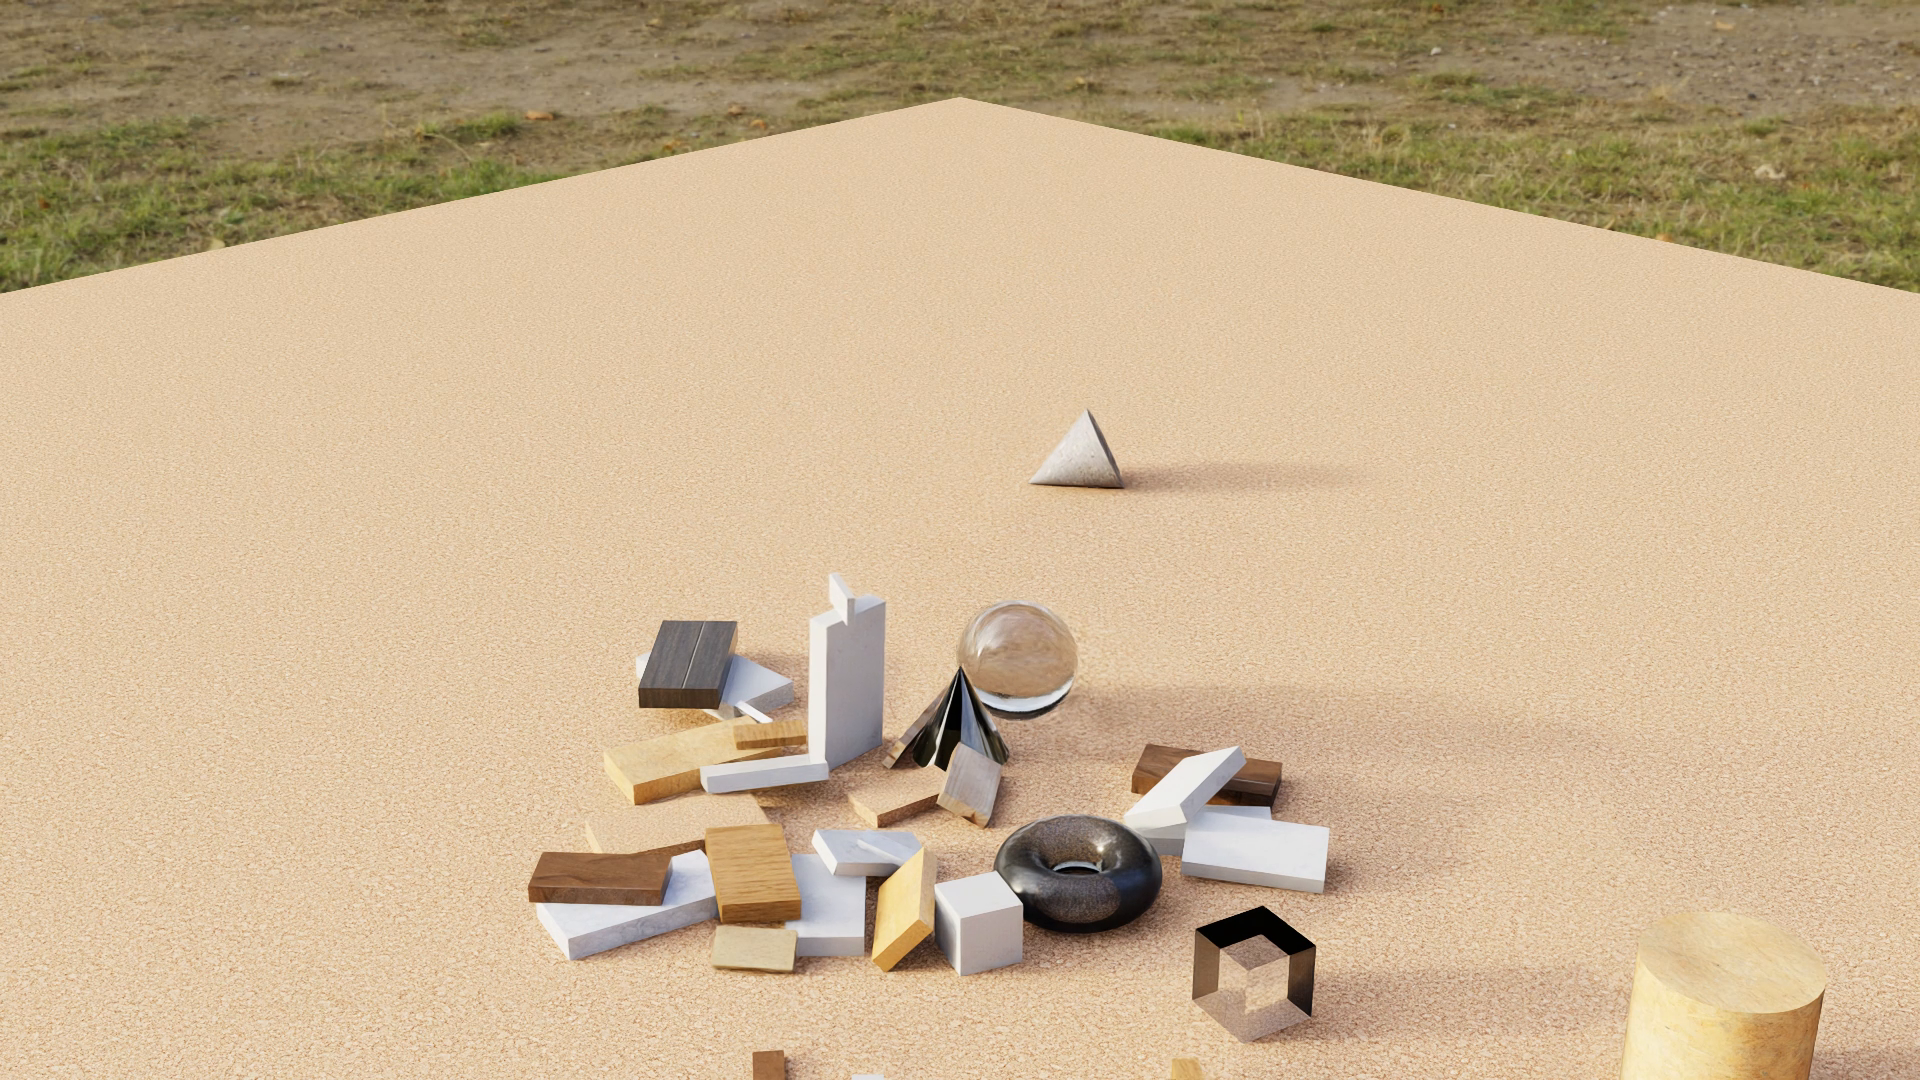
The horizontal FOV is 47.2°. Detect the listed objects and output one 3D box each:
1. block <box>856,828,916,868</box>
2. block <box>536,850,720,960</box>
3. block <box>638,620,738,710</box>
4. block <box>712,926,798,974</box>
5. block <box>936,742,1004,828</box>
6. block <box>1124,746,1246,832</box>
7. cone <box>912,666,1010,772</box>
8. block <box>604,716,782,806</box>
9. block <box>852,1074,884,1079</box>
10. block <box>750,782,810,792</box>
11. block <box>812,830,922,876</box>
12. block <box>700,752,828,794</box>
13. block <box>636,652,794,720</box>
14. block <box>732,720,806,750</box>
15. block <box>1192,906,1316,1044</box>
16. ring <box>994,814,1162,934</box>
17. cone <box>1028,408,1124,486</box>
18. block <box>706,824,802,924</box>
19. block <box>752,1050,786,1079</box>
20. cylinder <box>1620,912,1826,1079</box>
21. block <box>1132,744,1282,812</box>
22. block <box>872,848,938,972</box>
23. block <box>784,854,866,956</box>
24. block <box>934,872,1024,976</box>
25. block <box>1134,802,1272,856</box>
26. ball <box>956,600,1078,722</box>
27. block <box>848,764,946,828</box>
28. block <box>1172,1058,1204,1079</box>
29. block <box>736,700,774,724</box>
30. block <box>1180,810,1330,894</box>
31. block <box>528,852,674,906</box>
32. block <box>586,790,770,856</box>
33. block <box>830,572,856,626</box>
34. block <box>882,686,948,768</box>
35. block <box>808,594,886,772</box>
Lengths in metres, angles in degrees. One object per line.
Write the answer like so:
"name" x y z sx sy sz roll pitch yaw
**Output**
"block" -0.139 0.590 4.199 0.106 0.015 0.053 24 22 10
"block" -0.603 0.678 4.103 0.332 0.047 0.166 -13 26 -27
"block" -0.605 0.276 4.922 0.173 0.049 0.346 1 23 2
"block" -0.368 0.735 3.948 0.147 0.021 0.073 2 62 6
"block" 0.022 0.499 4.486 0.107 0.030 0.213 29 24 -4
"block" 0.449 0.495 4.369 0.135 0.038 0.271 -18 9 38
"cone" 0.001 0.358 4.651 0.208 0.208 0.208 0 23 0
"block" -0.560 0.460 4.617 0.332 0.047 0.166 -12 26 -27
"block" -0.151 0.912 3.591 0.053 0.015 0.106 -1 23 -2
"block" -0.385 0.496 4.571 0.137 0.017 0.061 -6 24 -15
"block" -0.166 0.600 4.213 0.213 0.030 0.107 6 25 -32
"block" -0.402 0.477 4.500 0.247 0.035 0.123 -6 5 -13
"block" -0.555 0.313 4.960 0.346 0.049 0.173 21 31 40
"block" -0.402 0.411 4.644 0.147 0.021 0.073 -4 23 -10
"block" 0.507 0.750 3.805 0.147 0.147 0.147 -13 26 -28
"ring" 0.222 0.627 4.148 0.321 0.107 0.321 0 24 0
"cone" 0.295 -0.207 6.111 0.242 0.242 0.242 -25 21 9
"block" -0.390 0.623 4.125 0.144 0.041 0.288 -2 22 -12
"block" -0.317 0.887 3.652 0.053 0.015 0.106 -2 23 -6
"cylinder" 1.217 0.794 3.526 0.283 0.283 0.283 0 23 0
"block" 0.512 0.492 4.549 0.288 0.041 0.144 7 24 15
"block" -0.100 0.674 4.027 0.035 0.123 0.247 41 18 -15
"block" -0.249 0.679 4.108 0.144 0.041 0.288 -1 23 -1
"block" 0.034 0.692 3.974 0.121 0.121 0.121 -9 25 -20
"block" 0.481 0.575 4.356 0.271 0.038 0.135 2 23 4
"ball" 0.125 0.263 4.802 0.266 0.266 0.266 0 23 0
"block" -0.110 0.522 4.491 0.213 0.030 0.107 -16 28 -33
"block" 0.374 0.957 3.316 0.042 0.147 0.382 -3 23 -4
"block" -0.433 0.392 4.759 0.017 0.061 0.121 -46 42 -17
"block" 0.569 0.599 4.236 0.271 0.038 0.135 7 41 9
"block" -0.670 0.632 4.106 0.247 0.035 0.123 1 23 3
"block" -0.555 0.576 4.342 0.332 0.047 0.166 -9 25 -20
"block" -0.242 0.120 4.512 0.017 0.061 0.121 -7 26 -19
"block" -0.088 0.400 4.723 0.021 0.073 0.274 37 31 5
"block" -0.237 0.300 4.608 0.049 0.346 0.173 23 32 37
